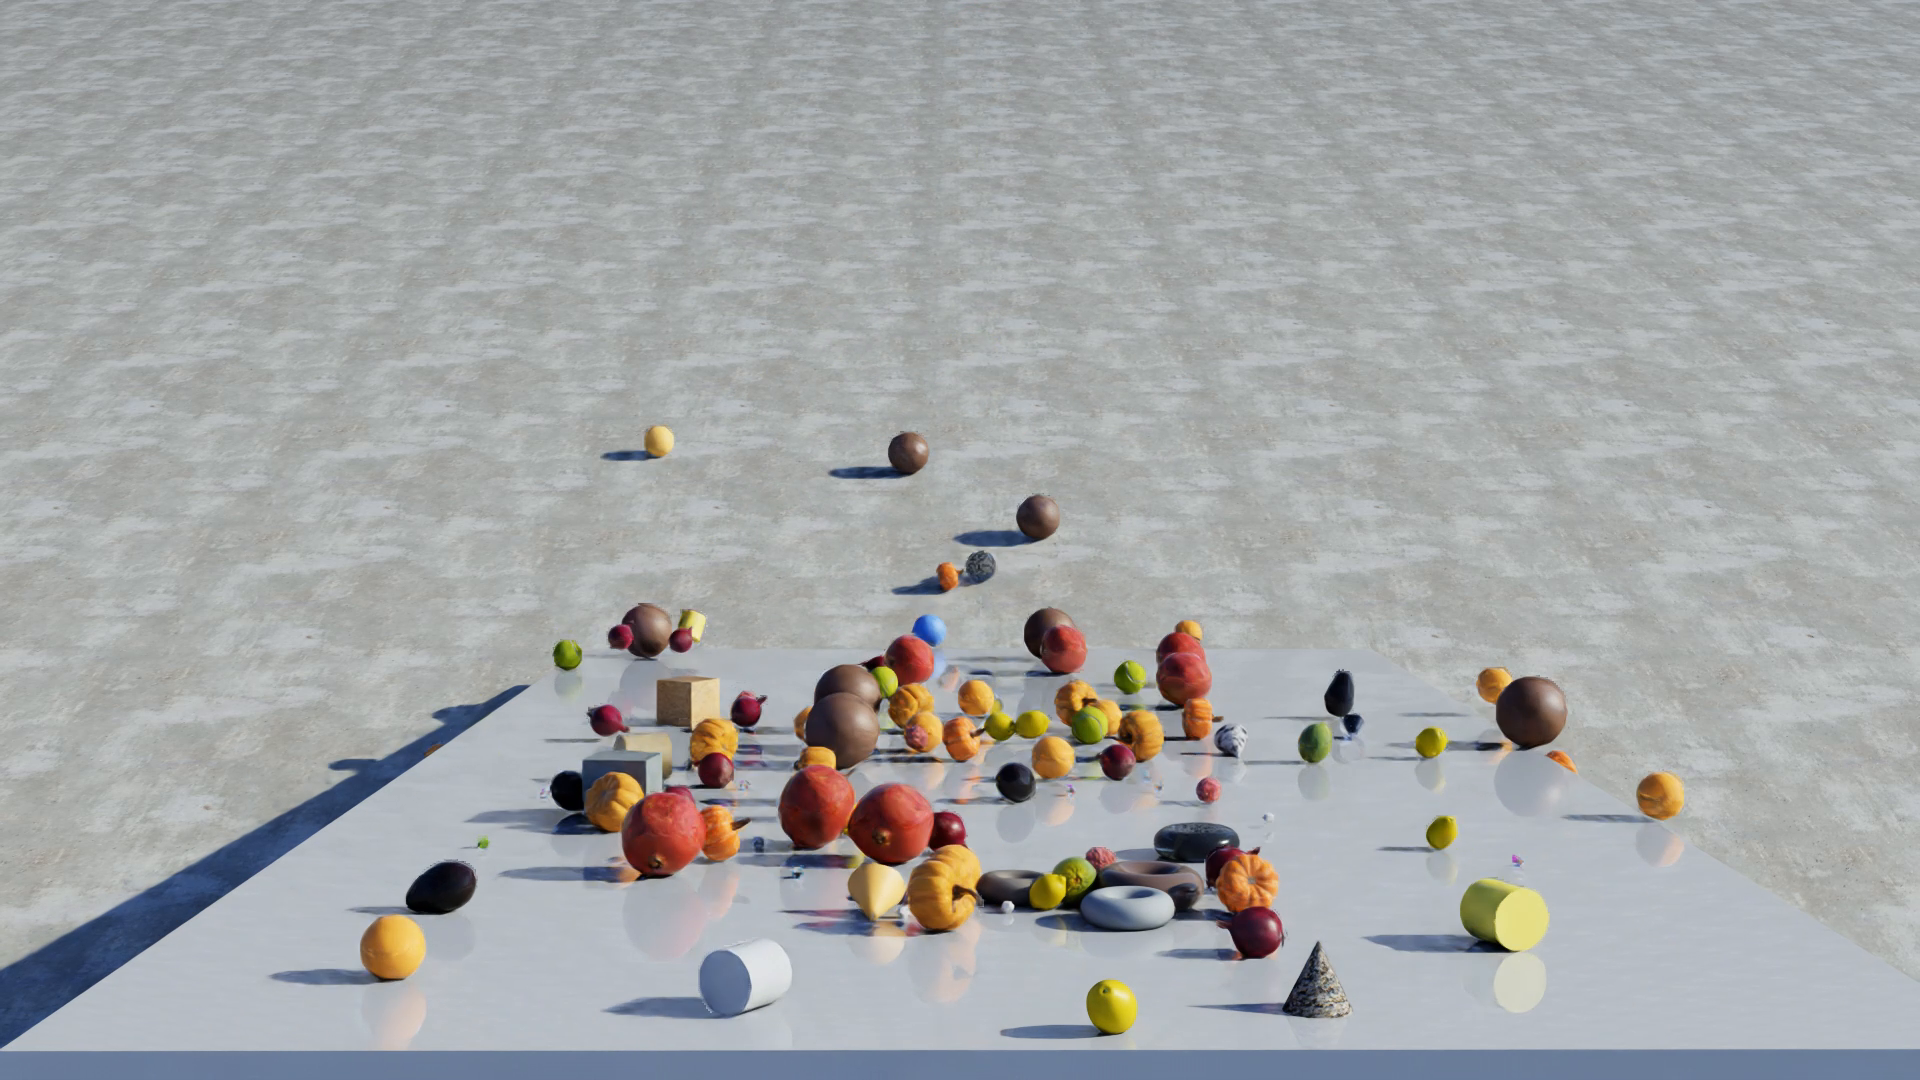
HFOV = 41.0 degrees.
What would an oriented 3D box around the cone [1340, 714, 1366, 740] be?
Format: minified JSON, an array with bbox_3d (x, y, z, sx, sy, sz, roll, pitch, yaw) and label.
[{"bbox_3d":[0.737,0.362,4.820,0.050,0.050,0.050,3,30,7],"label":"cone"}]

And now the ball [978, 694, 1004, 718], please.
[{"bbox_3d":[0.061,0.331,5.130,0.050,0.050,0.050,0,21,0],"label":"ball"}]

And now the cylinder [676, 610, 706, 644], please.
[{"bbox_3d":[-0.666,0.214,6.358,0.062,0.062,0.062,14,-20,5],"label":"cylinder"}]

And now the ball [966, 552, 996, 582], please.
[{"bbox_3d":[0.059,0.074,7.206,0.086,0.086,0.086,0,21,0],"label":"ball"}]

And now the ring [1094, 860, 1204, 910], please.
[{"bbox_3d":[0.239,0.438,3.257,0.141,0.047,0.141,1,4,0],"label":"ring"}]

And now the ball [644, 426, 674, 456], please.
[{"bbox_3d":[-0.962,-0.316,8.214,0.097,0.097,0.097,0,21,0],"label":"ball"}]

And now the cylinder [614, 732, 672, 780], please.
[{"bbox_3d":[-0.530,0.363,4.300,0.080,0.080,0.080,-1,20,-22],"label":"cylinder"}]

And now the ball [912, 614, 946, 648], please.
[{"bbox_3d":[-0.079,0.233,6.592,0.085,0.085,0.085,0,21,0],"label":"ball"}]

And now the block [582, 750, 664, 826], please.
[{"bbox_3d":[-0.512,0.377,3.903,0.098,0.098,0.098,0,3,8],"label":"block"}]

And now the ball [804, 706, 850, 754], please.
[{"bbox_3d":[-0.240,0.342,4.629,0.085,0.085,0.085,0,21,0],"label":"ball"}]

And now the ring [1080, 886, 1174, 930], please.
[{"bbox_3d":[0.204,0.450,3.137,0.116,0.039,0.116,-1,4,0],"label":"ring"}]

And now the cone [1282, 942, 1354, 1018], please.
[{"bbox_3d":[0.375,0.456,2.694,0.074,0.074,0.074,0,3,0],"label":"cone"}]

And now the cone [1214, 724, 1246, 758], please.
[{"bbox_3d":[0.492,0.372,4.595,0.063,0.063,0.063,-4,36,-11],"label":"cone"}]

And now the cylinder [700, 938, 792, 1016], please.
[{"bbox_3d":[-0.225,0.459,2.699,0.069,0.069,0.069,13,9,31],"label":"cylinder"}]

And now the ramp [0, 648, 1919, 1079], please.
[{"bbox_3d":[0.049,0.440,4.532,2.000,0.100,4.000,0,3,0],"label":"ramp"}]

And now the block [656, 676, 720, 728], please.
[{"bbox_3d":[-0.535,0.317,5.054,0.087,0.087,0.087,2,4,32],"label":"block"}]

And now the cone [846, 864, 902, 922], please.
[{"bbox_3d":[-0.107,0.450,3.176,0.072,0.072,0.072,0,37,-1],"label":"cone"}]

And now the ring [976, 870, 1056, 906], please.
[{"bbox_3d":[0.071,0.444,3.281,0.101,0.034,0.101,1,3,0],"label":"ring"}]

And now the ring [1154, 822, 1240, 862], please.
[{"bbox_3d":[0.331,0.423,3.594,0.121,0.040,0.121,-1,4,0],"label":"ring"}]

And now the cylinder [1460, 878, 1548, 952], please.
[{"bbox_3d":[0.637,0.439,3.011,0.073,0.073,0.073,-9,6,-21],"label":"cylinder"}]
